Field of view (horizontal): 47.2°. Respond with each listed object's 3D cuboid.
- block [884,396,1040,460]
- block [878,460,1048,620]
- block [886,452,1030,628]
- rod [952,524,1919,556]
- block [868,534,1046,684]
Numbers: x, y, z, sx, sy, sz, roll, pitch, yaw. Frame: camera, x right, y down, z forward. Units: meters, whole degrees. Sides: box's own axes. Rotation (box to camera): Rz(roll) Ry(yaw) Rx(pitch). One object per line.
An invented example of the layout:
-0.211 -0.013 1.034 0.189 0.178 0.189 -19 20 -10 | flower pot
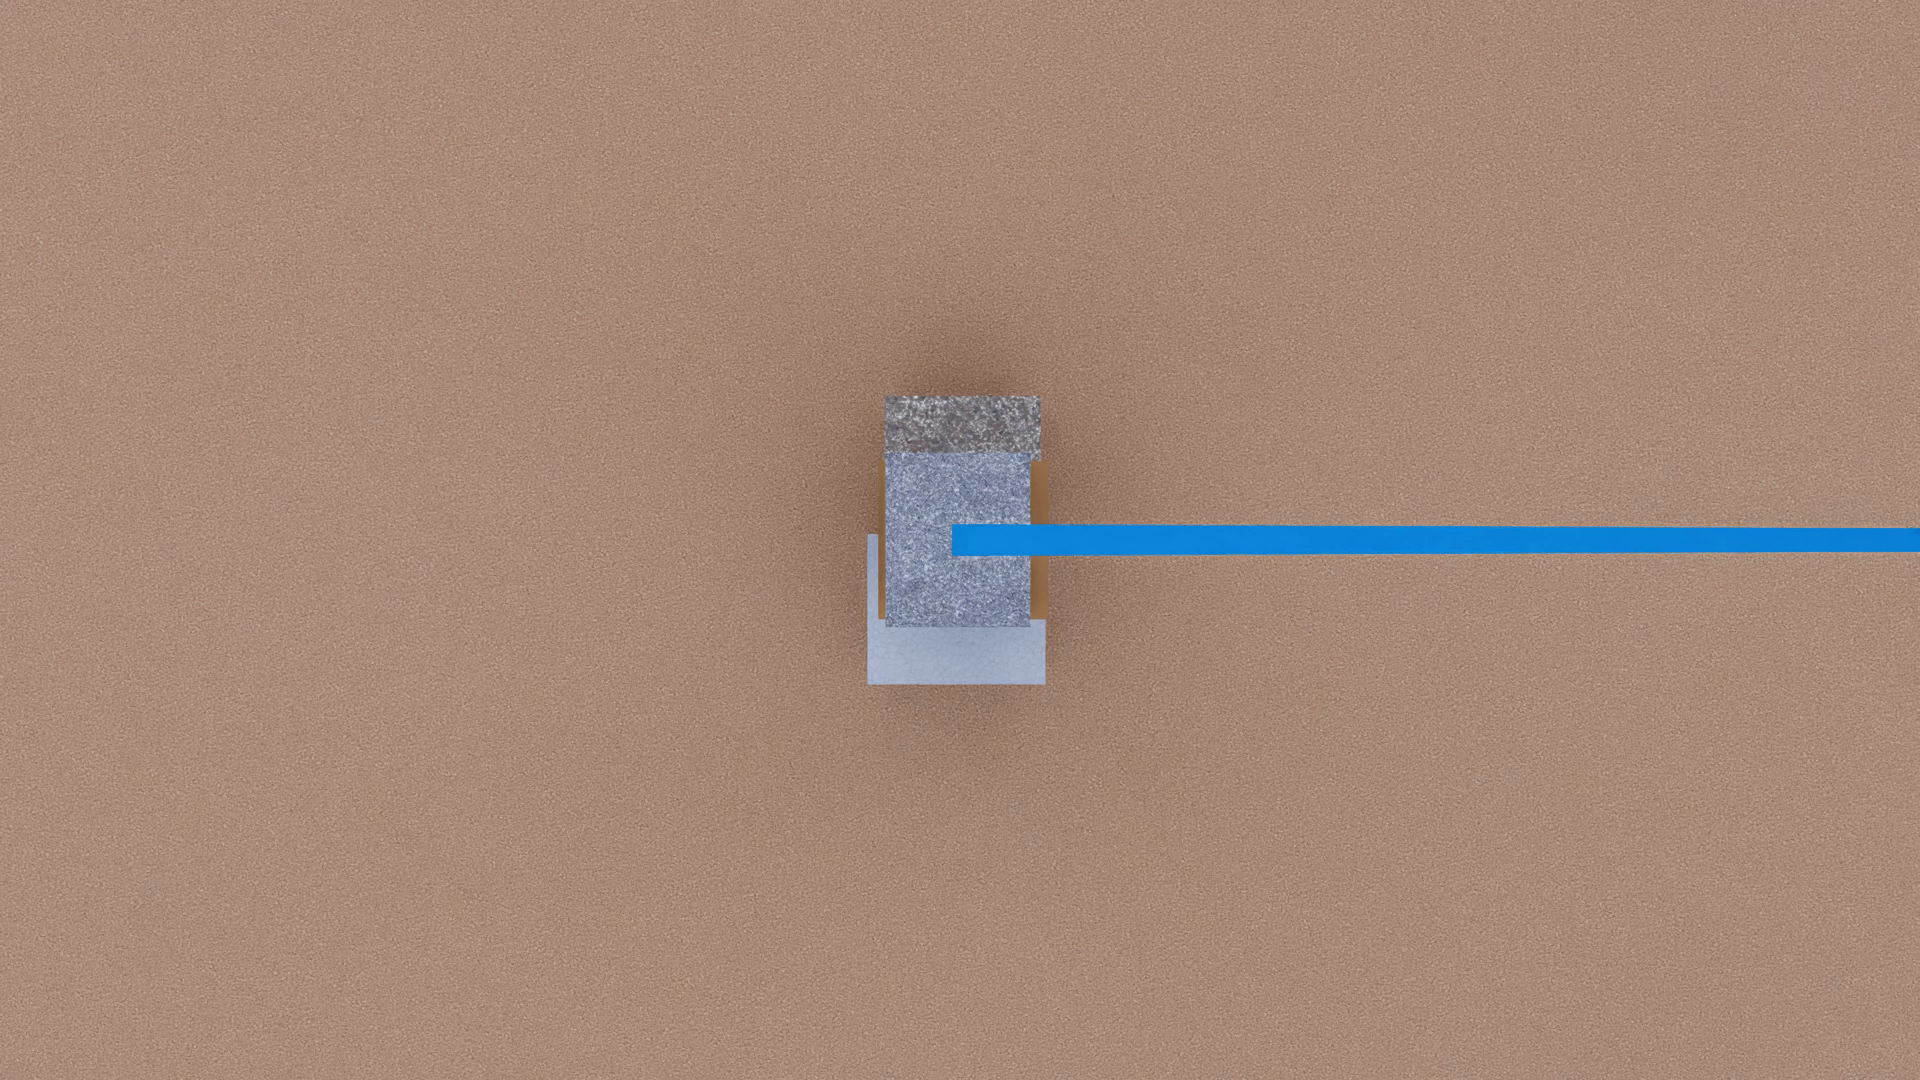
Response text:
0.014 -0.422 12.595 0.866 0.811 0.755 0 90 0 | block
0.018 0.000 11.760 0.879 0.841 0.819 0 90 0 | block
-0.009 0.000 10.986 0.701 0.706 0.844 0 90 0 | block
2.234 0.000 6.910 5.200 0.080 0.080 0 90 -31 | rod
-0.020 0.383 12.590 0.986 0.820 0.833 0 90 0 | block
